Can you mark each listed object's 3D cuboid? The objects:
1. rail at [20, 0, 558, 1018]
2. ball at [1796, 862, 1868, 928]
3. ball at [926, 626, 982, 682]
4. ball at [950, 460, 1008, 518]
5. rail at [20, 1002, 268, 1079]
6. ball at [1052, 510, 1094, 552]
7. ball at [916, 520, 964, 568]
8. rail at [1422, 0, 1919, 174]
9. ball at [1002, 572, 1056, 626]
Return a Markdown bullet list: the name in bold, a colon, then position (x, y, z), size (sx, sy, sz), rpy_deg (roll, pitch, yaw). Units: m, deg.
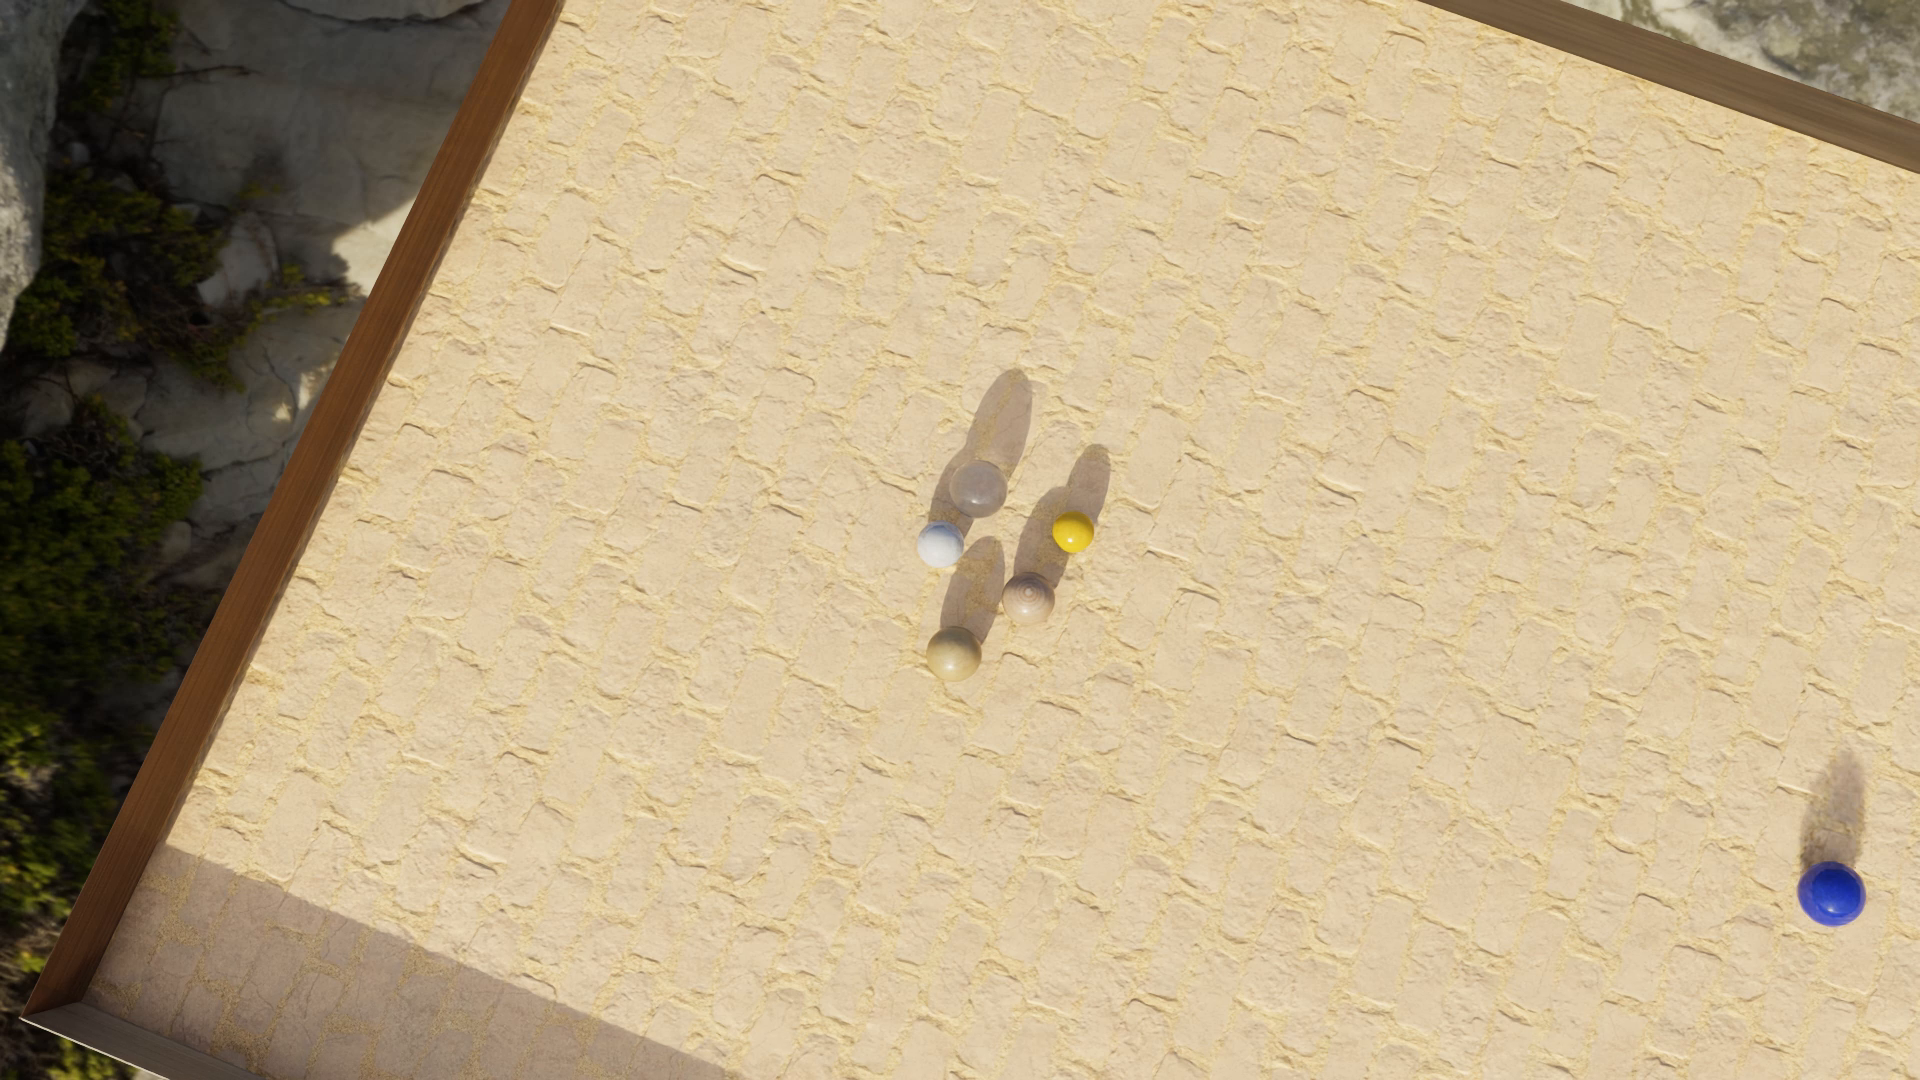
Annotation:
- **rail**: position (-0.881, -0.338, 3.395), size (0.045, 0.123, 2.283), rpy_deg (21, 77, 5)
- **ball**: position (1.266, 0.514, 3.193), size (0.095, 0.095, 0.095), rpy_deg (0, 76, 0)
- **ball**: position (-0.009, 0.170, 3.287), size (0.084, 0.084, 0.084), rpy_deg (0, 76, 0)
- **ball**: position (0.029, -0.077, 3.347), size (0.090, 0.090, 0.090), rpy_deg (0, 76, 0)
- **rail**: position (0.498, 1.344, 2.966), size (3.875, 0.123, 0.045), rpy_deg (21, 77, 5)
- **ball**: position (0.172, -0.013, 3.343), size (0.065, 0.065, 0.065), rpy_deg (0, 76, 0)
- **ball**: position (-0.030, 0.007, 3.335), size (0.073, 0.073, 0.073), rpy_deg (0, 76, 0)
- **rail**: position (1.308, -0.675, 3.481), size (3.875, 0.123, 0.045), rpy_deg (21, 77, 5)
- **ball**: position (0.103, 0.088, 3.309), size (0.081, 0.081, 0.081), rpy_deg (0, 76, 0)
